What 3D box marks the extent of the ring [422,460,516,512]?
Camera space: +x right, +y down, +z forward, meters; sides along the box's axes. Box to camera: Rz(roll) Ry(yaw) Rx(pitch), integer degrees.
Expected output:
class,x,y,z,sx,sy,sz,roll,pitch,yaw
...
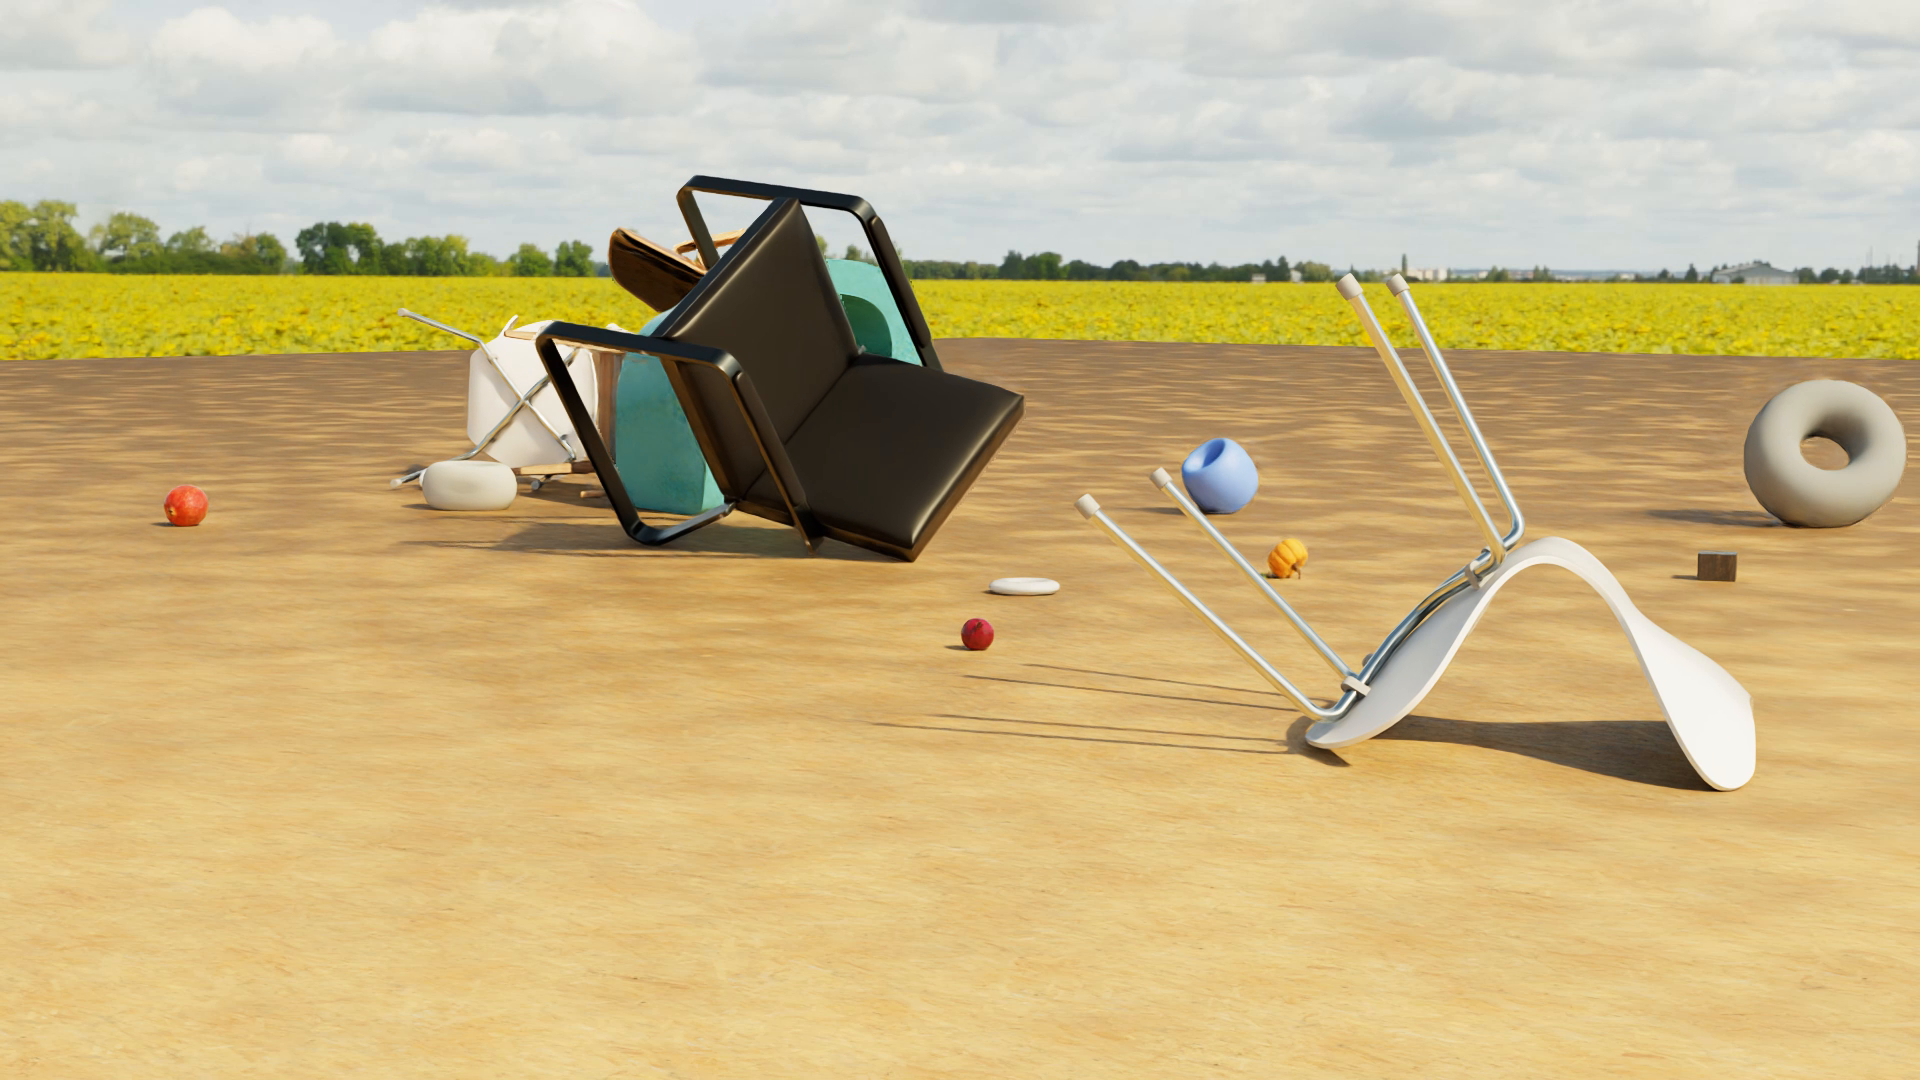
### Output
class,x,y,z,sx,sy,sz,roll,pitch,yaw
ring,-1.389,-0.152,7.262,0.281,0.130,0.201,3,9,18

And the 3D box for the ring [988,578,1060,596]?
class,x,y,z,sx,sy,sz,roll,pitch,yaw
ring,0.134,0.097,5.339,0.149,0.028,0.120,1,7,12

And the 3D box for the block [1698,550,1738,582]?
class,x,y,z,sx,sy,sz,roll,pitch,yaw
block,1.647,0.057,5.578,0.079,0.058,0.075,2,6,19

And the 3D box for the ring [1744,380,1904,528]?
class,x,y,z,sx,sy,sz,roll,pitch,yaw
ring,2.304,-0.229,6.839,0.405,0.165,0.484,32,61,19

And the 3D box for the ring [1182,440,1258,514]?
class,x,y,z,sx,sy,sz,roll,pitch,yaw
ring,0.725,-0.175,7.154,0.198,0.161,0.221,-31,22,13
